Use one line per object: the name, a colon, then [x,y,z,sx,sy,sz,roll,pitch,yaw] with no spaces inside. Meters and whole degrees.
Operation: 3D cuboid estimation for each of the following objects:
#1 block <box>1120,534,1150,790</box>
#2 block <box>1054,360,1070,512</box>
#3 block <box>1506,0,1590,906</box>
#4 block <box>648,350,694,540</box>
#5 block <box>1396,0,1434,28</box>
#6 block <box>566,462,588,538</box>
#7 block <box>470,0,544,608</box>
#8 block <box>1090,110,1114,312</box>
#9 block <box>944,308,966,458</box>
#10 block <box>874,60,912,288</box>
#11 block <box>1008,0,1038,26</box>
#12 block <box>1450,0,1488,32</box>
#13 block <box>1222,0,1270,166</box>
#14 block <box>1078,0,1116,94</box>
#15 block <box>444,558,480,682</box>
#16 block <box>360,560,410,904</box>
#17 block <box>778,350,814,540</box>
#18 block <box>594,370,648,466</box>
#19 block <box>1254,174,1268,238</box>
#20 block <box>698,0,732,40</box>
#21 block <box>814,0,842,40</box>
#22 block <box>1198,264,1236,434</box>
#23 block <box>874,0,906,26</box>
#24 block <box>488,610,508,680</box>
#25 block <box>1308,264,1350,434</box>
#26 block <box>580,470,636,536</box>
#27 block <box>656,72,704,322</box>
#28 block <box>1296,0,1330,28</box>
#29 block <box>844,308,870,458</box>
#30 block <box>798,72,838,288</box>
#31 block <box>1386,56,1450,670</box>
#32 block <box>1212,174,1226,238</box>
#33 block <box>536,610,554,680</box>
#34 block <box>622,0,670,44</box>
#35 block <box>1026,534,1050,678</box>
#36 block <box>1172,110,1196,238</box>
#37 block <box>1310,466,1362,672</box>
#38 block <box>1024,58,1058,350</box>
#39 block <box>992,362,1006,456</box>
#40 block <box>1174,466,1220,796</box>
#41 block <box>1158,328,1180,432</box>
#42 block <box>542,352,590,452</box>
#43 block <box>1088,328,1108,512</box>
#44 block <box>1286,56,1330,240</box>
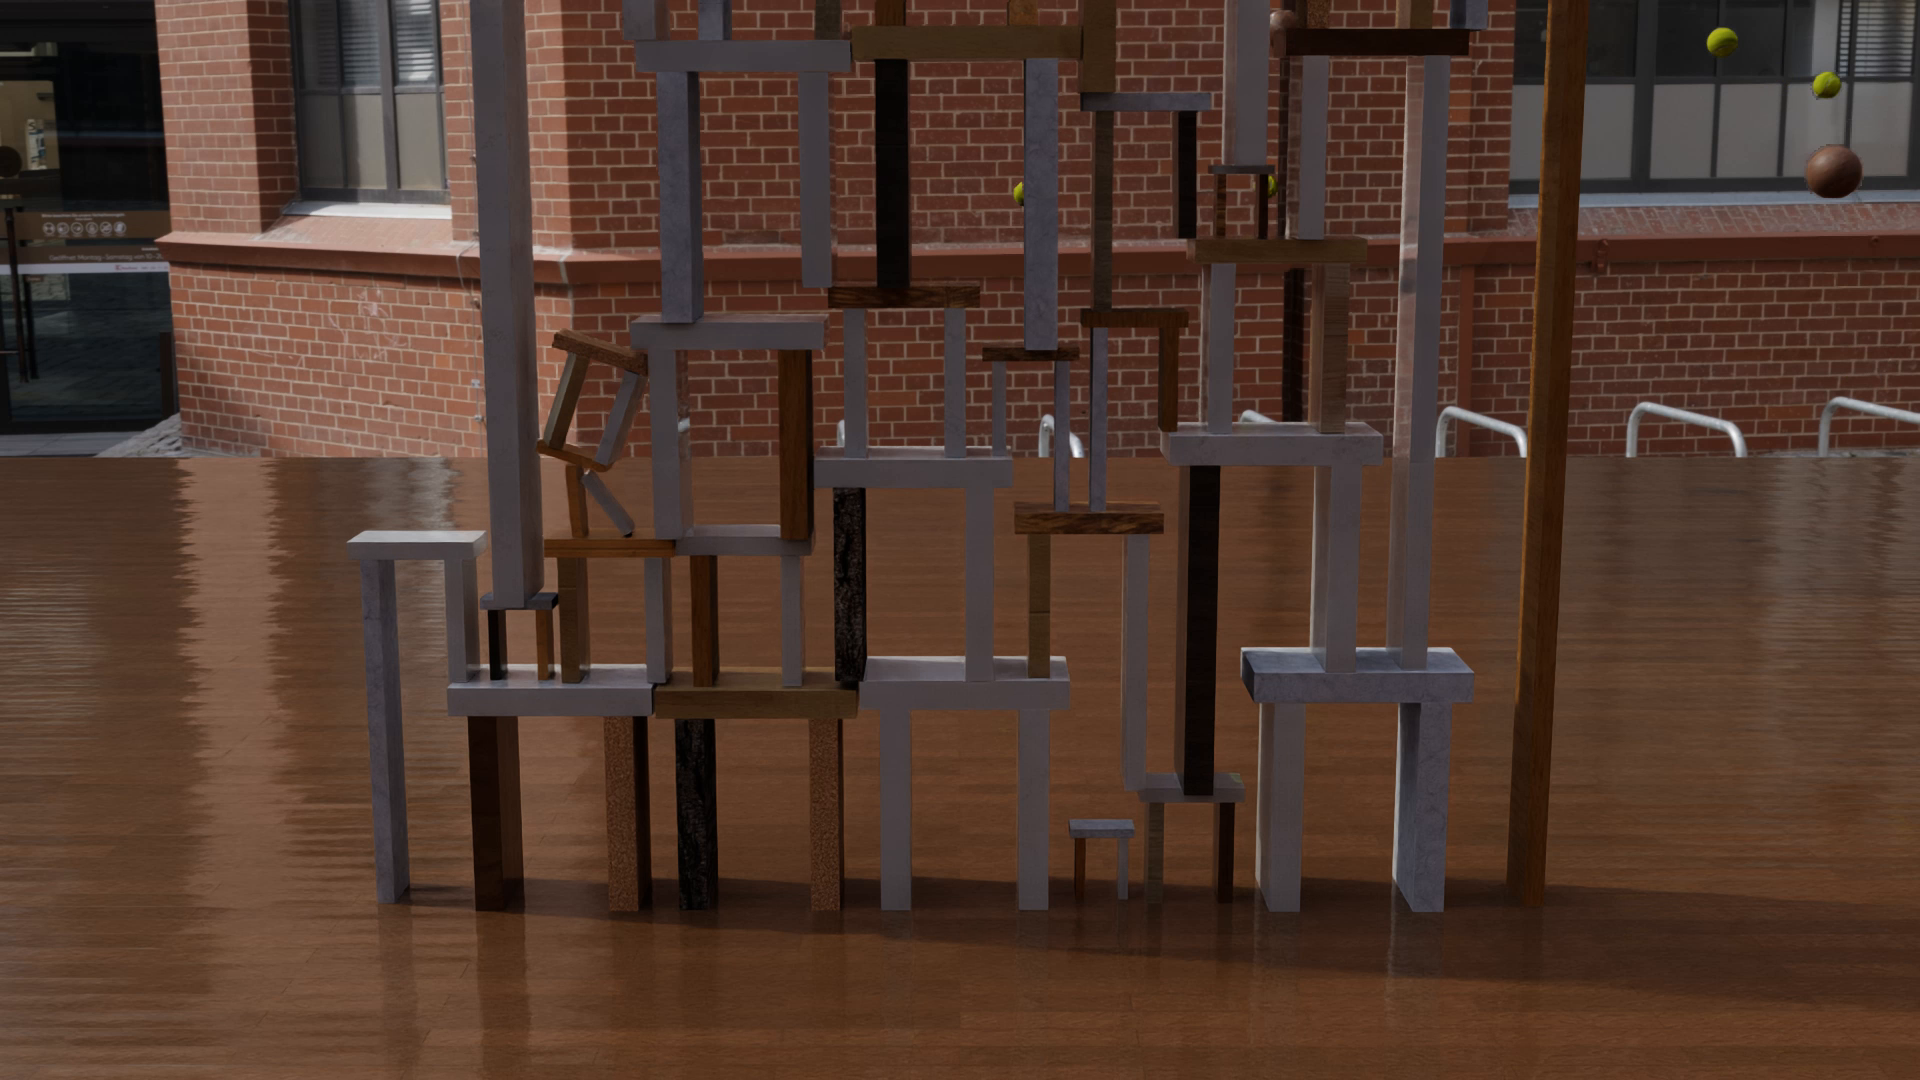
block: [0.284,0.188,3.591,0.033,0.424,0.118,0,11,0]
block: [0.163,-0.171,3.524,0.022,0.240,0.076,0,11,0]
block: [0.941,-0.213,3.516,0.033,1.634,0.115,0,11,0]
block: [-0.463,-0.162,3.525,0.043,0.301,0.150,-1,11,0]
block: [0.704,-0.907,3.396,0.034,0.237,0.118,0,11,0]
block: [-0.617,-0.068,3.545,0.016,0.116,0.058,-3,11,2]
block: [-0.716,-0.510,3.463,0.049,1.222,0.172,0,11,0]
block: [0.223,-0.518,3.465,0.028,0.310,0.098,0,11,0]
block: [-0.008,-0.256,3.510,0.034,0.237,0.118,0,11,0]
block: [-0.104,-0.577,3.453,0.049,0.346,0.173,0,11,0]
block: [0.095,-0.943,3.373,0.043,0.304,0.152,0,11,0]
block: [0.787,-0.902,3.388,0.033,0.230,0.115,0,11,0]
block: [0.443,-0.813,3.402,0.049,0.457,0.174,0,11,0]
block: [0.211,-0.867,3.392,0.049,0.347,0.174,0,11,0]
block: [-0.811,0.122,3.585,0.029,0.203,0.101,0,11,0]
block: [-0.946,0.306,3.621,0.029,0.577,0.101,0,11,0]
block: [-0.262,-0.162,3.525,0.043,0.301,0.150,0,11,0]
block: [-0.540,-0.199,3.516,0.022,0.156,0.078,22,11,2]
block: [0.474,-0.527,3.462,0.014,0.099,0.049,0,11,0]
block: [-0.378,-0.903,3.392,0.037,0.264,0.132,1,11,0]
block: [-0.201,-0.903,3.392,0.037,0.264,0.132,1,11,-1]
block: [0.409,-0.310,3.503,0.038,0.266,0.133,0,11,0]
block: [-0.107,-0.942,3.375,0.043,0.304,0.152,0,11,0]
block: [-0.755,0.165,3.589,0.017,0.117,0.059,0,11,0]
block: [0.587,-0.310,3.504,0.038,0.266,0.133,0,11,0]
block: [-0.568,-0.061,3.547,0.016,0.116,0.058,-36,11,3]
block: [-0.438,-0.539,3.454,0.046,0.381,0.163,0,11,0]
block: [0.547,-0.907,3.395,0.034,0.237,0.118,0,11,0]
block: [-0.165,-0.257,3.510,0.034,0.237,0.118,0,10,0]
block: [-0.222,-0.566,3.450,0.046,0.327,0.163,0,11,0]
block: [0.728,-0.277,3.504,0.039,0.963,0.139,0,11,0]
block: [0.409,-0.527,3.462,0.014,0.099,0.049,0,11,0]
block: [-0.677,0.165,3.589,0.017,0.117,0.059,0,11,0]
block: [-0.485,-0.942,3.382,0.049,0.344,0.172,0,11,0]
block: [0.127,0.096,3.574,0.033,0.236,0.118,0,10,0]
block: [0.353,-0.574,3.456,0.028,0.195,0.098,-1,11,0]
block: [0.607,0.032,3.562,0.047,0.334,0.167,0,11,0]
block: [0.127,-0.529,3.461,0.049,0.443,0.173,0,11,1]
block: [0.062,-0.215,3.516,0.022,0.152,0.076,0,10,0]
block: [0.385,0.133,3.580,0.047,0.537,0.167,0,11,0]
block: [0.332,-0.260,3.509,0.023,0.166,0.083,0,11,0]
block: [-0.628,-0.226,3.506,0.022,0.156,0.078,15,11,-21]
block: [0.221,-0.197,3.521,0.023,0.293,0.083,0,11,0]
block: [0.542,-0.614,3.441,0.039,0.278,0.139,0,10,0]
